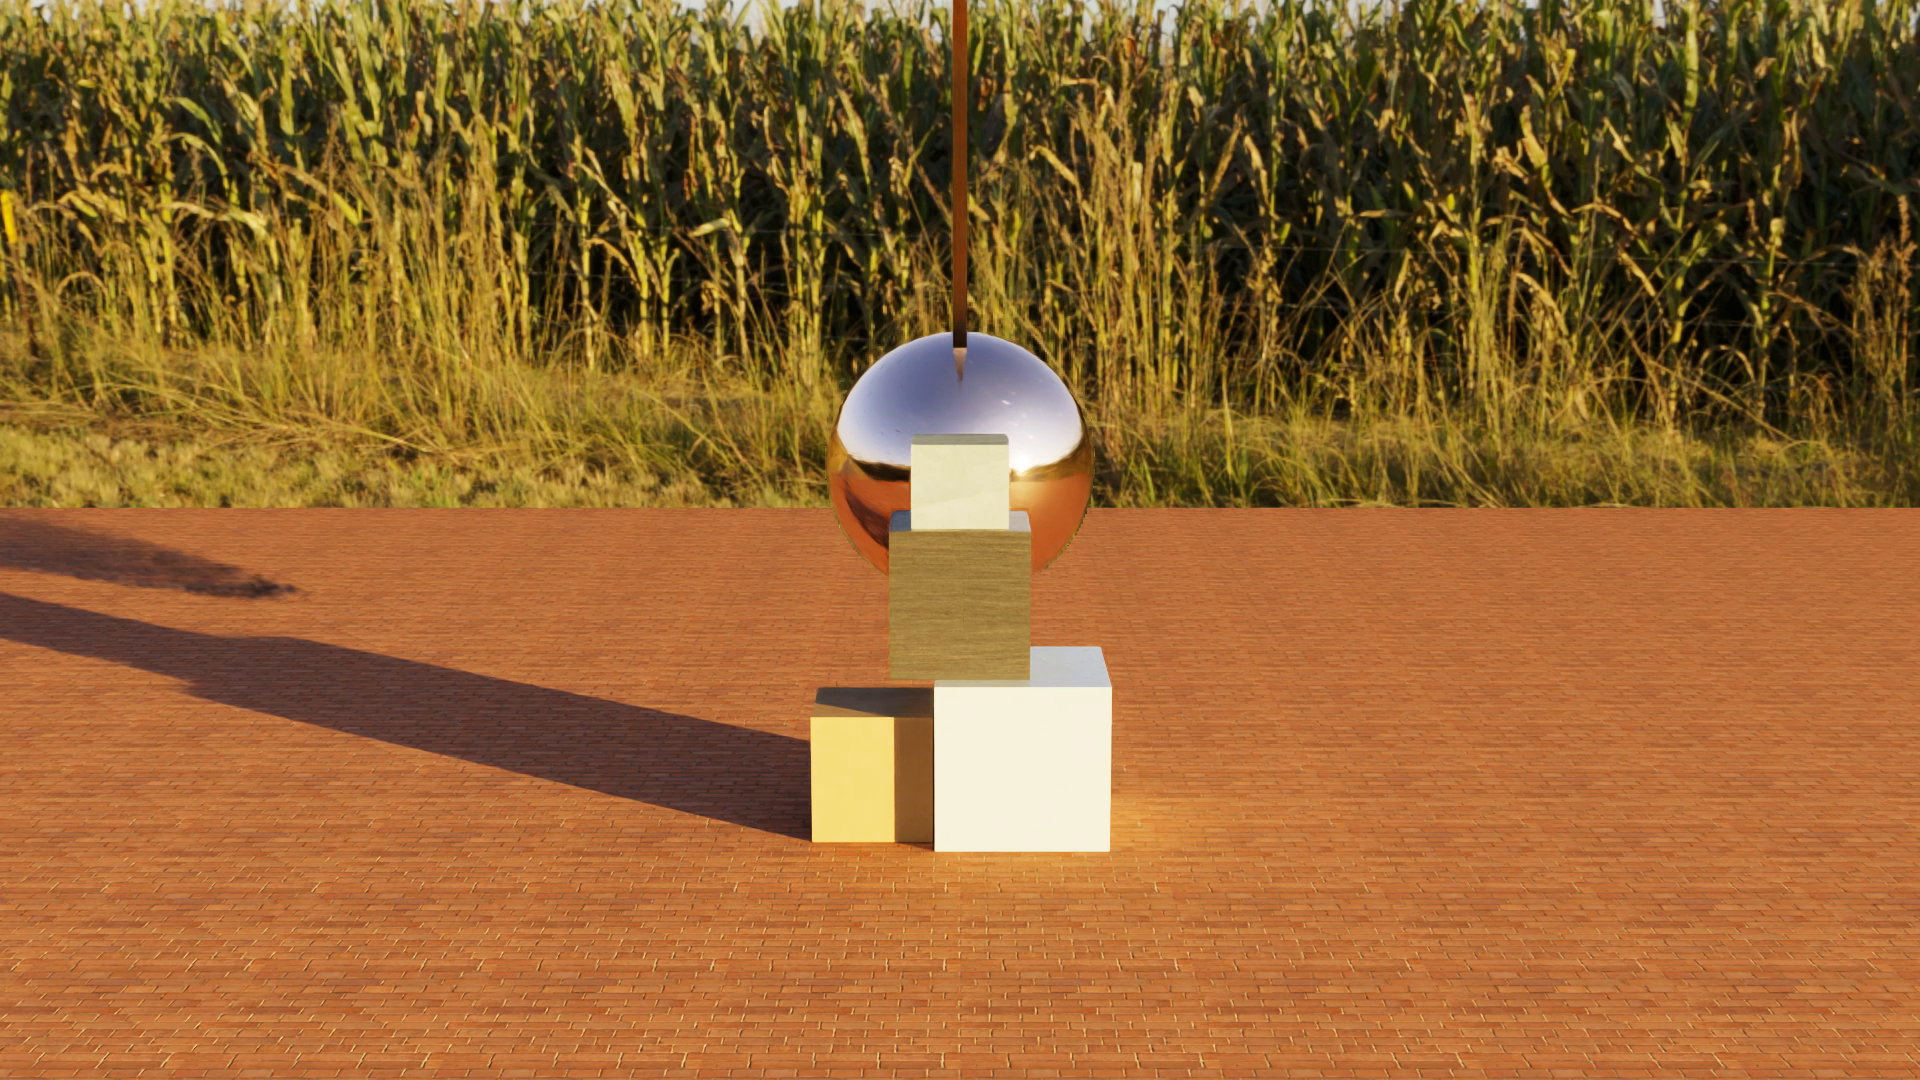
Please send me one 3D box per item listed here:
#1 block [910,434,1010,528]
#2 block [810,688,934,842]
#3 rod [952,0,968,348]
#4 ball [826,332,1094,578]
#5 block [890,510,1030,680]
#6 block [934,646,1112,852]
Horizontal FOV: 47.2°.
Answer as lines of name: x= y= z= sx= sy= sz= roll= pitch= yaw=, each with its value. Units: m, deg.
block: x=0.000 y=-0.301 z=11.109 sx=0.485 sy=0.420 sz=0.429 roll=0 pitch=10 yaw=0
block: x=-0.443 y=1.155 z=11.394 sx=0.612 sy=0.651 sz=0.622 roll=0 pitch=10 yaw=0
rod: x=0.000 y=-3.379 z=11.480 sx=0.080 sy=5.200 sz=0.080 roll=0 pitch=31 yaw=0
ball: x=0.000 y=-0.451 z=13.207 sx=1.600 sy=1.600 sz=1.600 roll=0 pitch=10 yaw=0
block: x=0.000 y=0.273 z=11.235 sx=0.701 sy=0.755 sz=0.624 roll=0 pitch=10 yaw=0
block: x=0.311 y=1.063 z=11.362 sx=0.875 sy=0.844 sz=0.889 roll=0 pitch=10 yaw=0
